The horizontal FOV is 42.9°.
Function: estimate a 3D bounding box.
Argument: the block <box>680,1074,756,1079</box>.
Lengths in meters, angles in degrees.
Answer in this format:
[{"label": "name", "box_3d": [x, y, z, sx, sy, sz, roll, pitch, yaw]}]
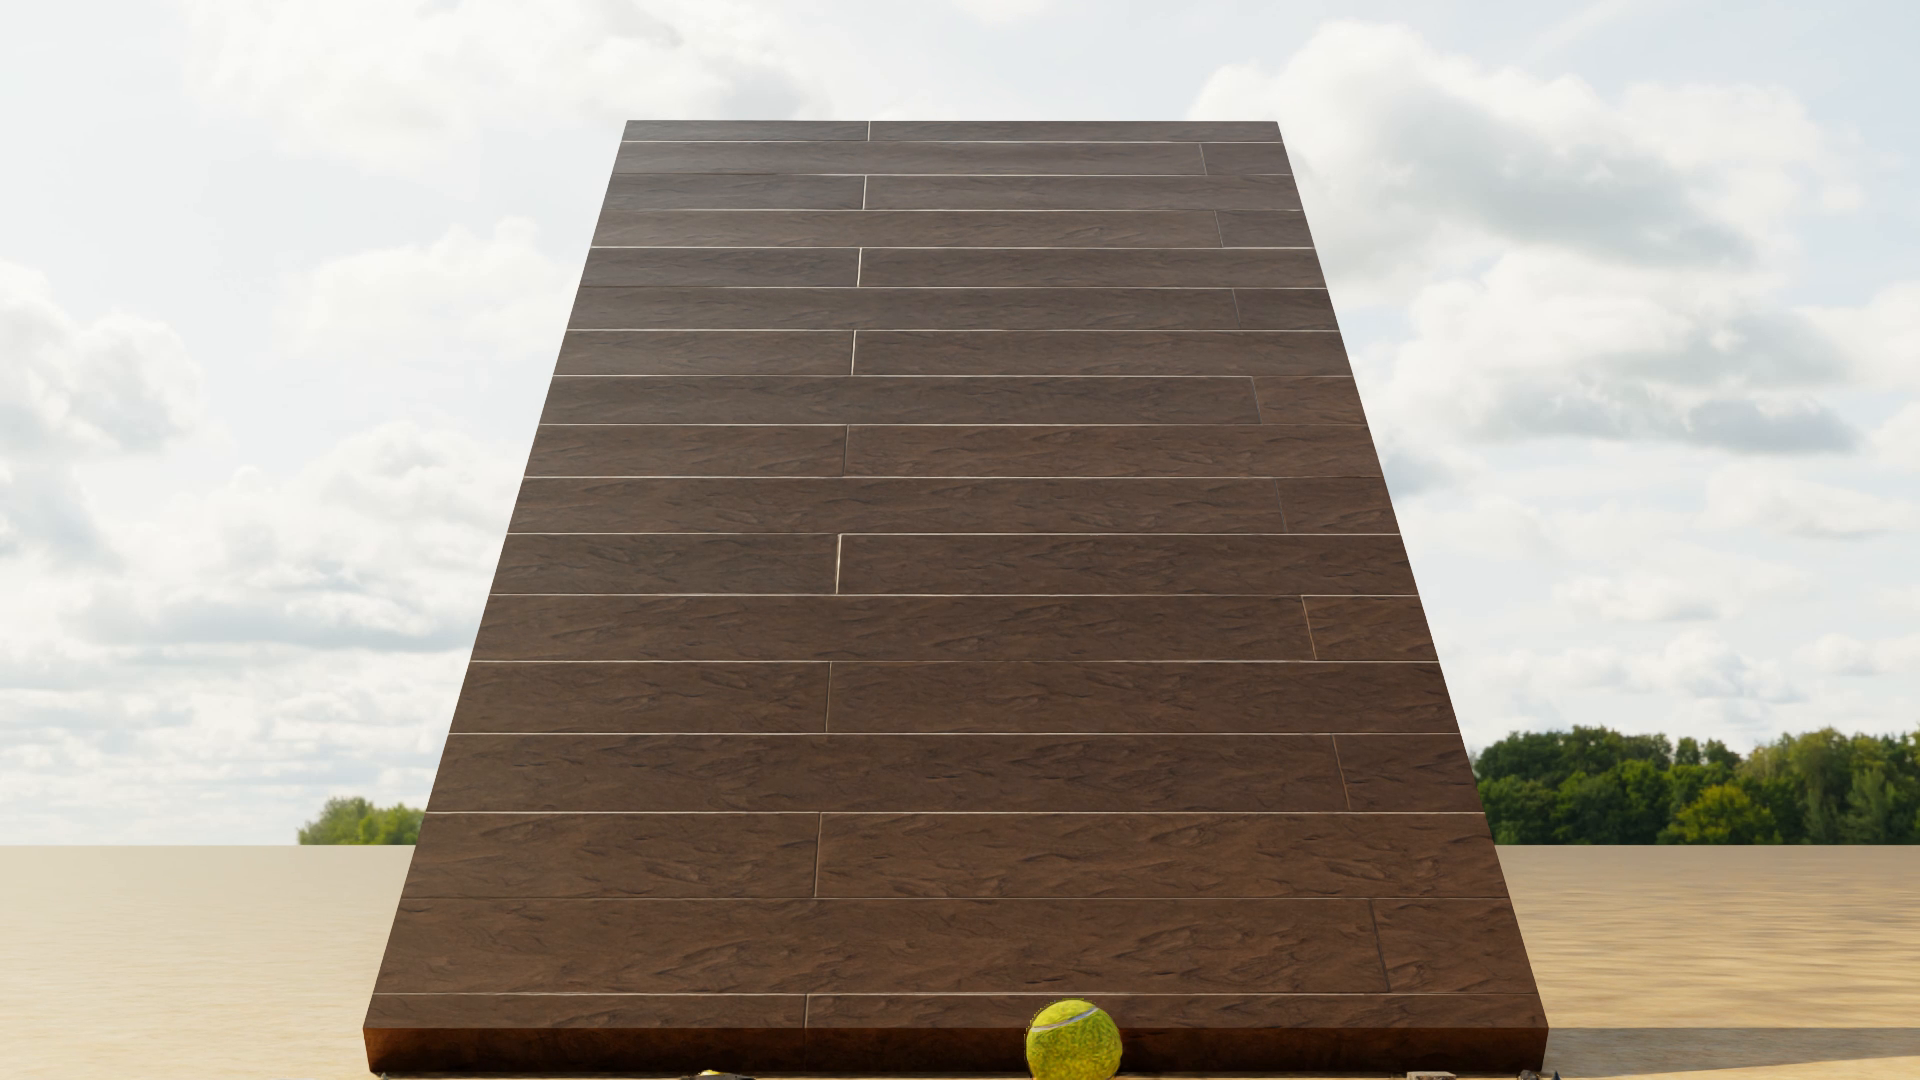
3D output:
[{"label": "block", "box_3d": [-0.326, 0.759, 3.278, 0.076, 0.076, 0.076, 4, -8, -29]}]

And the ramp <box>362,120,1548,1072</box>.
[{"label": "ramp", "box_3d": [-0.015, -0.192, 5.843, 2.000, 0.100, 4.000, 0, 32, 0]}]

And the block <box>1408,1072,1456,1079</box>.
[{"label": "block", "box_3d": [0.679, 0.798, 3.517, 0.058, 0.058, 0.058, 0, -7, -2]}]

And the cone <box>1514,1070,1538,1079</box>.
[{"label": "cone", "box_3d": [0.842, 0.835, 3.685, 0.054, 0.054, 0.054, 6, -43, -41]}]

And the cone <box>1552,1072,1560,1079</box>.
[{"label": "cone", "box_3d": [0.853, 0.791, 3.491, 0.066, 0.066, 0.066, 0, -7, 0]}]

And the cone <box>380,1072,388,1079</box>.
[{"label": "cone", "box_3d": [-0.744, 0.734, 3.152, 0.096, 0.096, 0.096, 0, -7, 0]}]

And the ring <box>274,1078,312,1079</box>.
[{"label": "ring", "box_3d": [-0.955, 0.800, 3.491, 0.148, 0.049, 0.148, 1, -7, 0]}]
